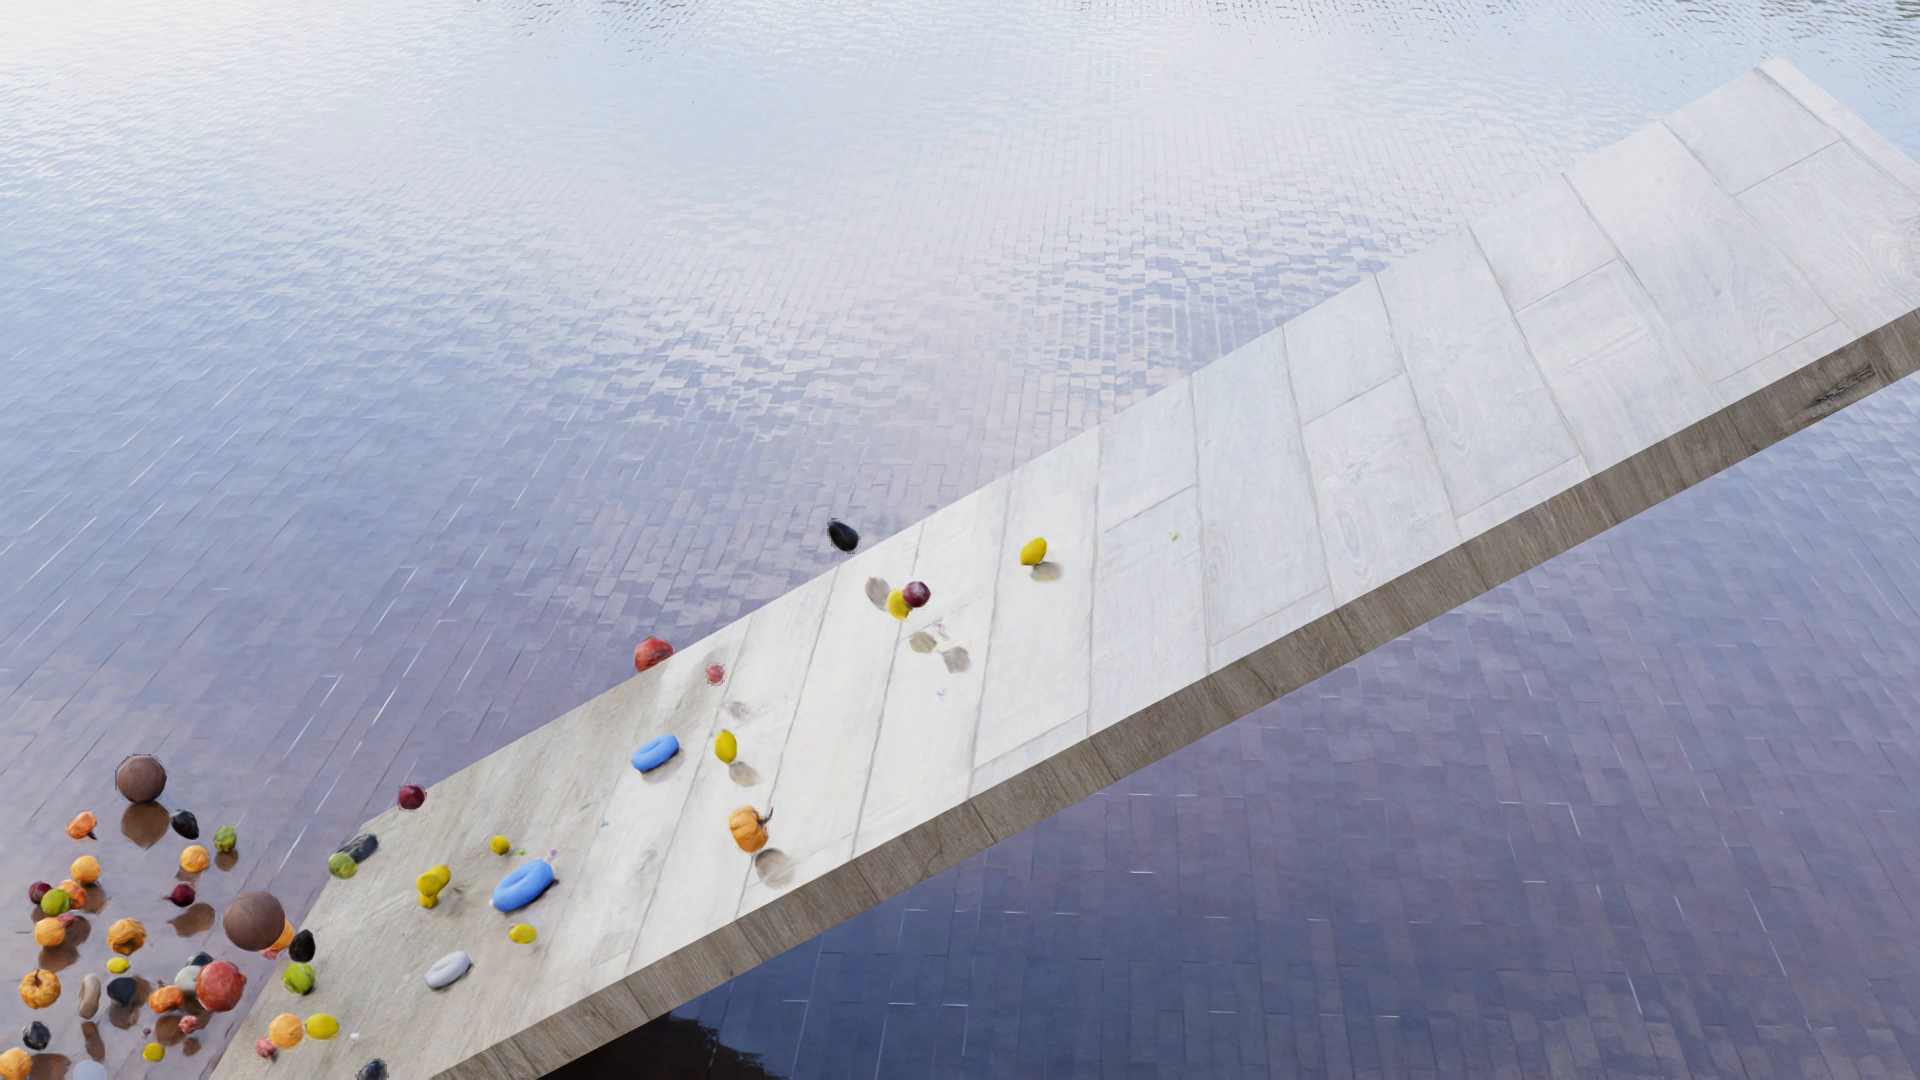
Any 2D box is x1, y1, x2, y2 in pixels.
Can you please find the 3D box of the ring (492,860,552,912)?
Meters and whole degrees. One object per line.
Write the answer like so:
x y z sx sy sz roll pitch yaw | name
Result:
-0.935 0.739 6.281 0.145 0.048 0.145 -30 15 9 | ring

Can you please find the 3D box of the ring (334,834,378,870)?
-1.506 0.776 7.334 0.123 0.041 0.123 -29 16 9 | ring

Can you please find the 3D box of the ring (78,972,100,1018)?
-2.008 1.051 6.780 0.035 0.106 0.106 7 14 -26 | ring

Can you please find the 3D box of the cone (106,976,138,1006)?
-1.944 1.066 6.844 0.071 0.071 0.071 -7 33 -21 | cone

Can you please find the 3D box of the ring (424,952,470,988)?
-1.057 0.887 6.066 0.103 0.034 0.103 -29 14 8 | ring

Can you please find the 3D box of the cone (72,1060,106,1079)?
-1.931 1.193 6.479 0.078 0.078 0.078 -17 -11 -41 | cone

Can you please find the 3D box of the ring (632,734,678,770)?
-0.691 0.482 6.659 0.116 0.039 0.116 -28 14 8 | ring

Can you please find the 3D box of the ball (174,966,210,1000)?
-1.798 1.036 6.888 0.081 0.081 0.081 0 19 0 | ball

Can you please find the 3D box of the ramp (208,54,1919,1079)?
0.142 0.168 6.285 4.000 0.100 2.000 -28 15 12 | ramp
